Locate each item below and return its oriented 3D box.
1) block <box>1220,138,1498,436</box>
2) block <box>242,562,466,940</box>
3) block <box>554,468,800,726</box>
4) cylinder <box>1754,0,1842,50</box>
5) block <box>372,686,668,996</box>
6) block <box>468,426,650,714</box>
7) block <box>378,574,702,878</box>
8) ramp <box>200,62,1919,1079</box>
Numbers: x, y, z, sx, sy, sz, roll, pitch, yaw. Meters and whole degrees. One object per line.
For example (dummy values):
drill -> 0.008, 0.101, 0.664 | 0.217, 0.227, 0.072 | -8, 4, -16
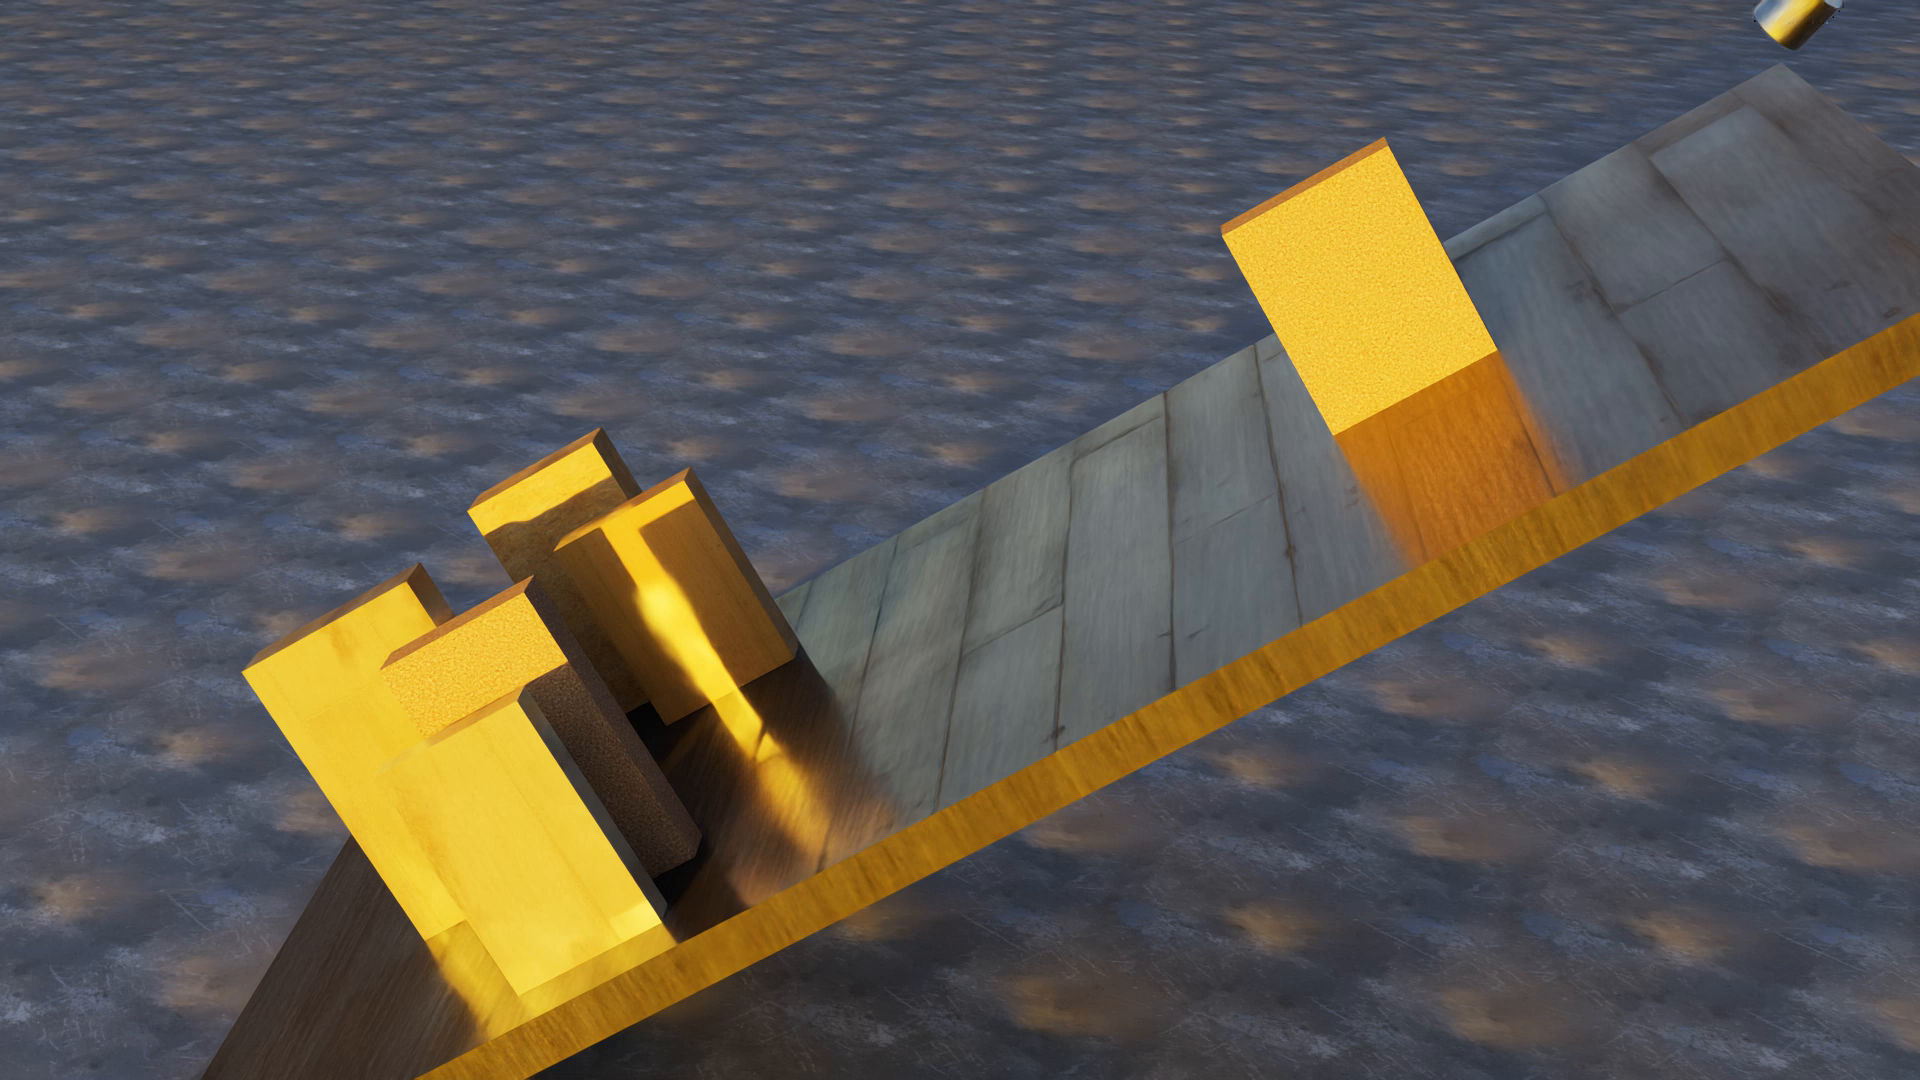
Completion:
block -> 0.819, -0.519, 6.045 | 0.377, 0.483, 0.100 | -28, 15, 12
block -> -1.149, 0.456, 6.285 | 0.418, 0.708, 0.125 | -28, 15, 12
block -> -0.652, 0.132, 6.810 | 0.351, 0.491, 0.110 | -28, 15, 12
cylinder -> 1.663, -1.057, 5.843 | 0.118, 0.118, 0.118 | 26, 37, -22
block -> -0.840, 0.579, 5.632 | 0.329, 0.518, 0.080 | -28, 15, 12
block -> -0.862, 0.088, 7.116 | 0.353, 0.623, 0.134 | -28, 15, 12
block -> -0.834, 0.429, 5.879 | 0.342, 0.639, 0.107 | -28, 15, 12
ramp -> 0.142, 0.168, 6.284 | 4.000, 0.100, 2.000 | -28, 15, 12
